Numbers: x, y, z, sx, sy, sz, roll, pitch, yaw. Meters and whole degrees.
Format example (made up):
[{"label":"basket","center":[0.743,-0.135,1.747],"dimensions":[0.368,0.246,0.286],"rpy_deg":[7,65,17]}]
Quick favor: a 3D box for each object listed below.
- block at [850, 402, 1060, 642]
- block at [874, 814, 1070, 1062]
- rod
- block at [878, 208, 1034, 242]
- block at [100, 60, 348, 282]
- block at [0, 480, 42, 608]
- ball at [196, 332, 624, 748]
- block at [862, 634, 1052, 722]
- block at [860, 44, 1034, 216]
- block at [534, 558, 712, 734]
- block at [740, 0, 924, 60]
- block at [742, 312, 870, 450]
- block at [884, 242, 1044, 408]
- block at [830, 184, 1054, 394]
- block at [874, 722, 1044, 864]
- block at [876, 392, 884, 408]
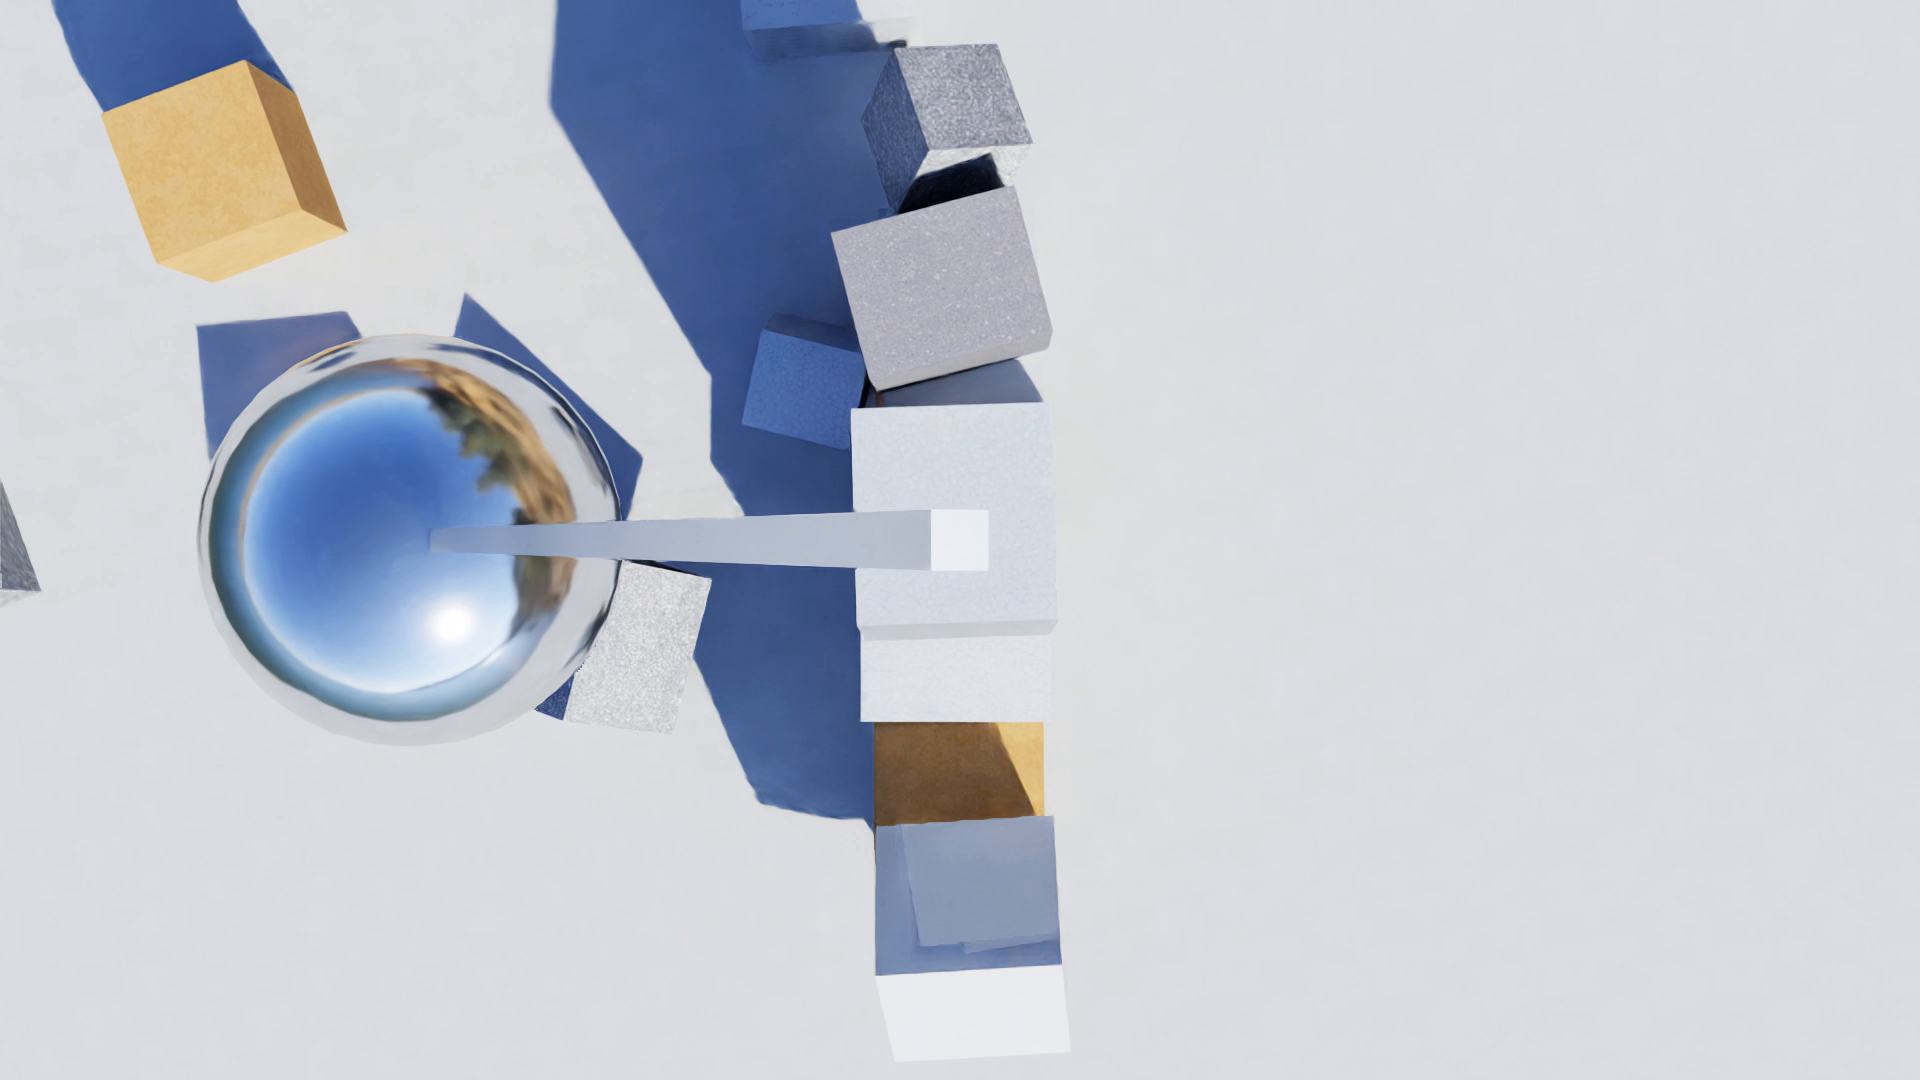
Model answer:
[{"label":"block","center":[-0.028,-0.070,11.391],"dimensions":[0.995,1.078,1.081],"rpy_deg":[-2,83,0]},{"label":"block","center":[0.074,2.170,11.949],"dimensions":[0.964,0.955,0.911],"rpy_deg":[-4,50,3]},{"label":"rod","center":[-0.914,0.000,5.320],"dimensions":[0.080,5.200,0.080],"rpy_deg":[0,90,-21]},{"label":"block","center":[-0.018,-1.316,12.469],"dimensions":[0.846,1.061,0.970],"rpy_deg":[0,90,0]},{"label":"block","center":[-4.168,-2.078,12.534],"dimensions":[0.850,0.933,0.876],"rpy_deg":[-21,90,0]},{"label":"block","center":[-6.002,0.081,12.580],"dimensions":[0.940,0.802,0.803],"rpy_deg":[-21,87,0]},{"label":"ball","center":[-2.109,0.000,8.503],"dimensions":[1.600,1.600,1.600],"rpy_deg":[0,90,0]},{"label":"block","center":[-0.021,0.502,12.462],"dimensions":[1.031,1.077,0.968],"rpy_deg":[0,90,0]},{"label":"block","center":[-0.071,-1.988,10.699],"dimensions":[0.546,0.568,0.594],"rpy_deg":[-8,67,-24]},{"label":"block","center":[-2.079,0.520,12.422],"dimensions":[0.826,0.818,0.912],"rpy_deg":[14,90,40]},{"label":"block","center":[-0.741,-3.302,12.538],"dimensions":[0.987,0.897,0.890],"rpy_deg":[-5,92,0]},{"label":"block","center":[-0.846,-0.919,12.619],"dimensions":[0.622,0.639,0.556],"rpy_deg":[14,105,0]},{"label":"block","center":[0.008,-1.068,11.556],"dimensions":[0.813,0.761,0.848],"rpy_deg":[-2,89,1]},{"label":"block","center":[-0.078,-1.203,10.735],"dimensions":[0.890,0.885,0.711],"rpy_deg":[-15,89,1]},{"label":"block","center":[-0.005,1.393,12.613],"dimensions":[0.943,0.774,0.802],"rpy_deg":[0,90,0]},{"label":"block","center":[-0.005,-0.405,12.532],"dimensions":[0.917,0.935,0.826],"rpy_deg":[0,90,0]}]
